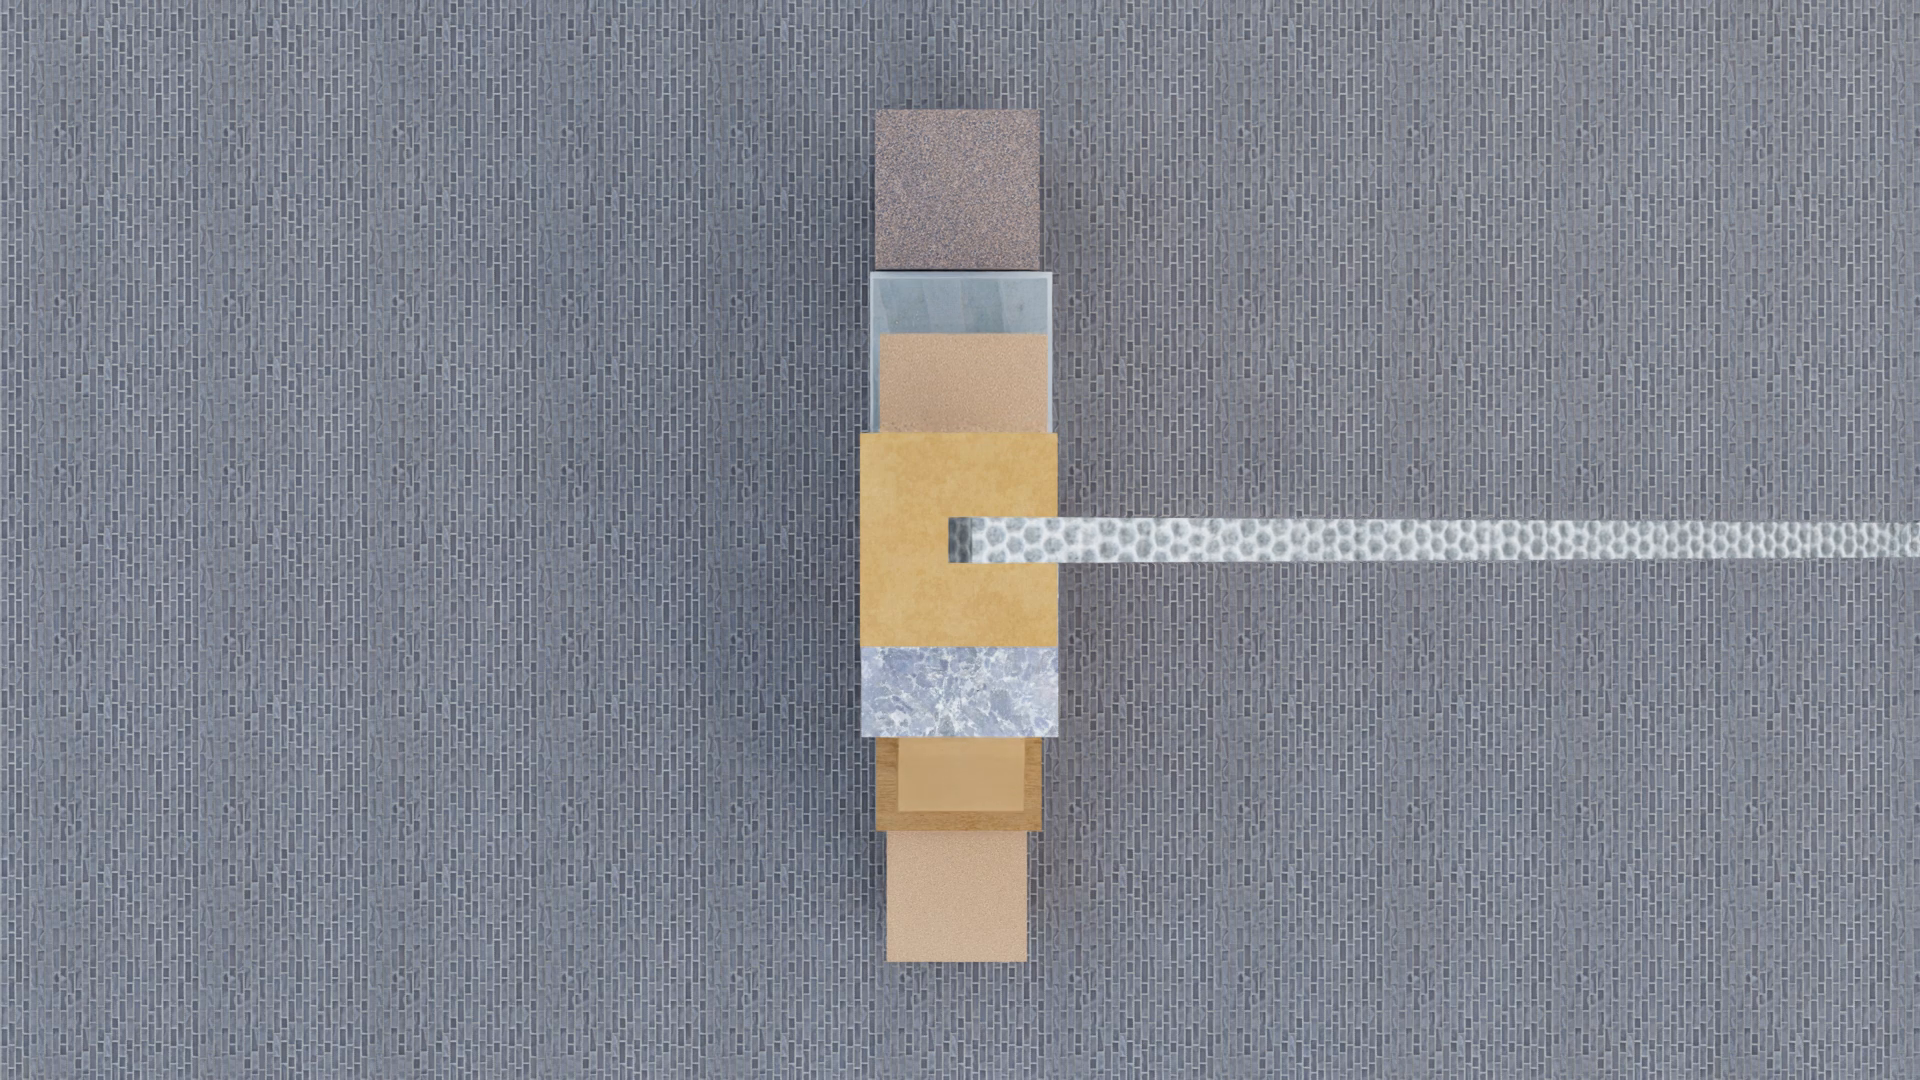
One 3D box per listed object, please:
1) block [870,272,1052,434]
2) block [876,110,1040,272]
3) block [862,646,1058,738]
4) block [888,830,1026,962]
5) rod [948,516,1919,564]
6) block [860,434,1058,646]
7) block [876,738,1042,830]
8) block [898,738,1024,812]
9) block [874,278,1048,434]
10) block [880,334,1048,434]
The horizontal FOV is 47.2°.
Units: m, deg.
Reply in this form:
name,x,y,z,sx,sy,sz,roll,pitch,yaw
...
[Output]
name,x,y,z,sx,sy,sz,roll,pitch,yaw
block,0.006,-0.938,12.537,0.999,0.926,1.071,0,90,0
block,-0.014,-1.919,12.513,0.898,0.975,0.871,0,90,0
block,0.000,0.437,10.632,0.904,1.035,0.940,0,90,0
block,-0.017,1.979,12.639,0.781,0.723,0.751,0,90,0
rod,2.212,0.000,5.188,5.200,0.080,0.080,0,90,-32
block,-0.004,0.000,8.030,0.691,0.653,0.749,0,90,0
block,-0.006,1.126,12.521,0.905,0.958,0.934,0,90,0
block,0.005,0.962,11.600,0.643,0.774,0.745,0,99,0
block,0.001,-0.844,11.582,0.885,0.800,0.925,0,85,0
block,0.017,-0.540,10.737,0.790,0.815,0.863,0,90,0
